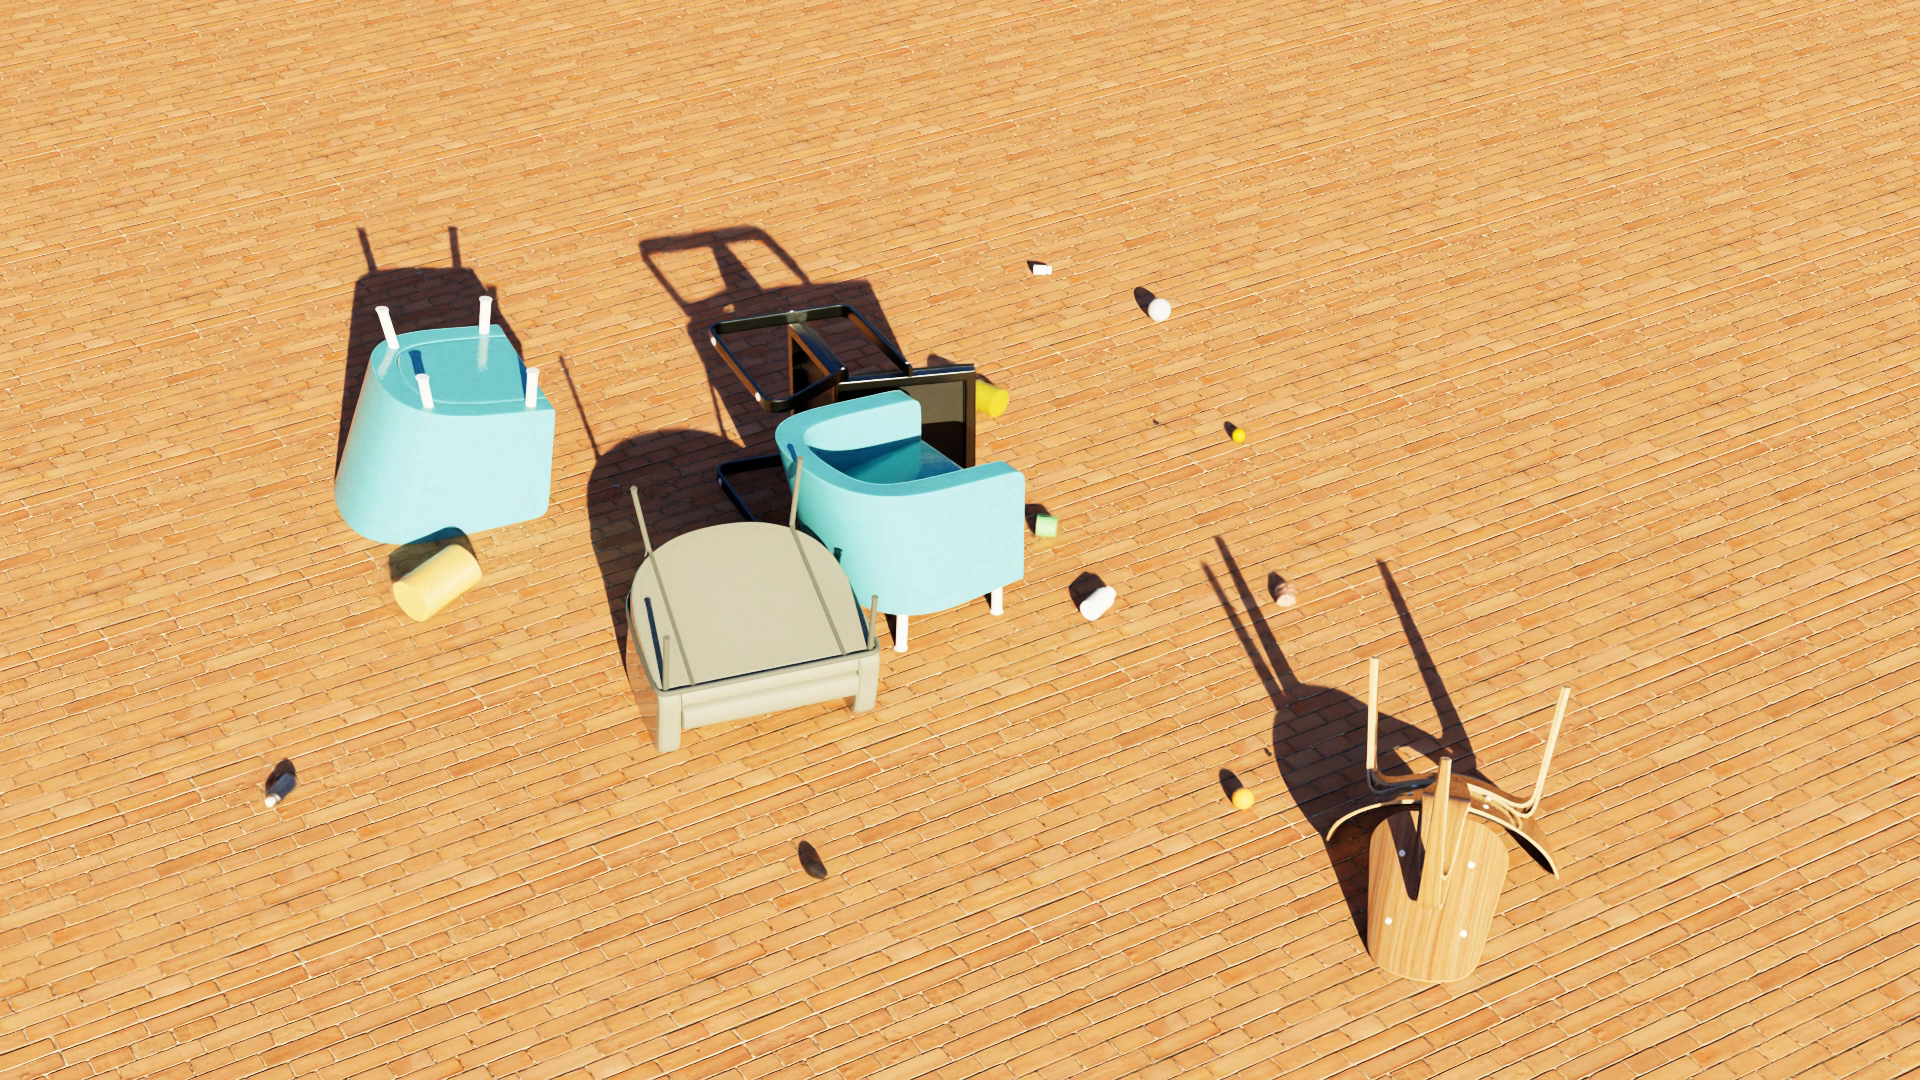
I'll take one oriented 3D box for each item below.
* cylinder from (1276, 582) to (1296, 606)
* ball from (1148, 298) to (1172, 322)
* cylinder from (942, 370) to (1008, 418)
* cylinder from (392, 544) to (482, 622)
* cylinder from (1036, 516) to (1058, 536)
[{"bbox_3d":[1.177,0.198,10.594,0.068,0.051,0.077,-18,31,14],"label":"cylinder"},{"bbox_3d":[0.838,-0.969,12.325,0.099,0.099,0.099,0,33,0],"label":"ball"},{"bbox_3d":[0.058,-0.587,11.730,0.256,0.116,0.113,25,29,33],"label":"cylinder"},{"bbox_3d":[-1.885,0.153,10.579,0.173,0.133,0.290,46,45,4],"label":"cylinder"},{"bbox_3d":[0.325,-0.051,10.958,0.073,0.070,0.096,2,28,7],"label":"cylinder"}]
